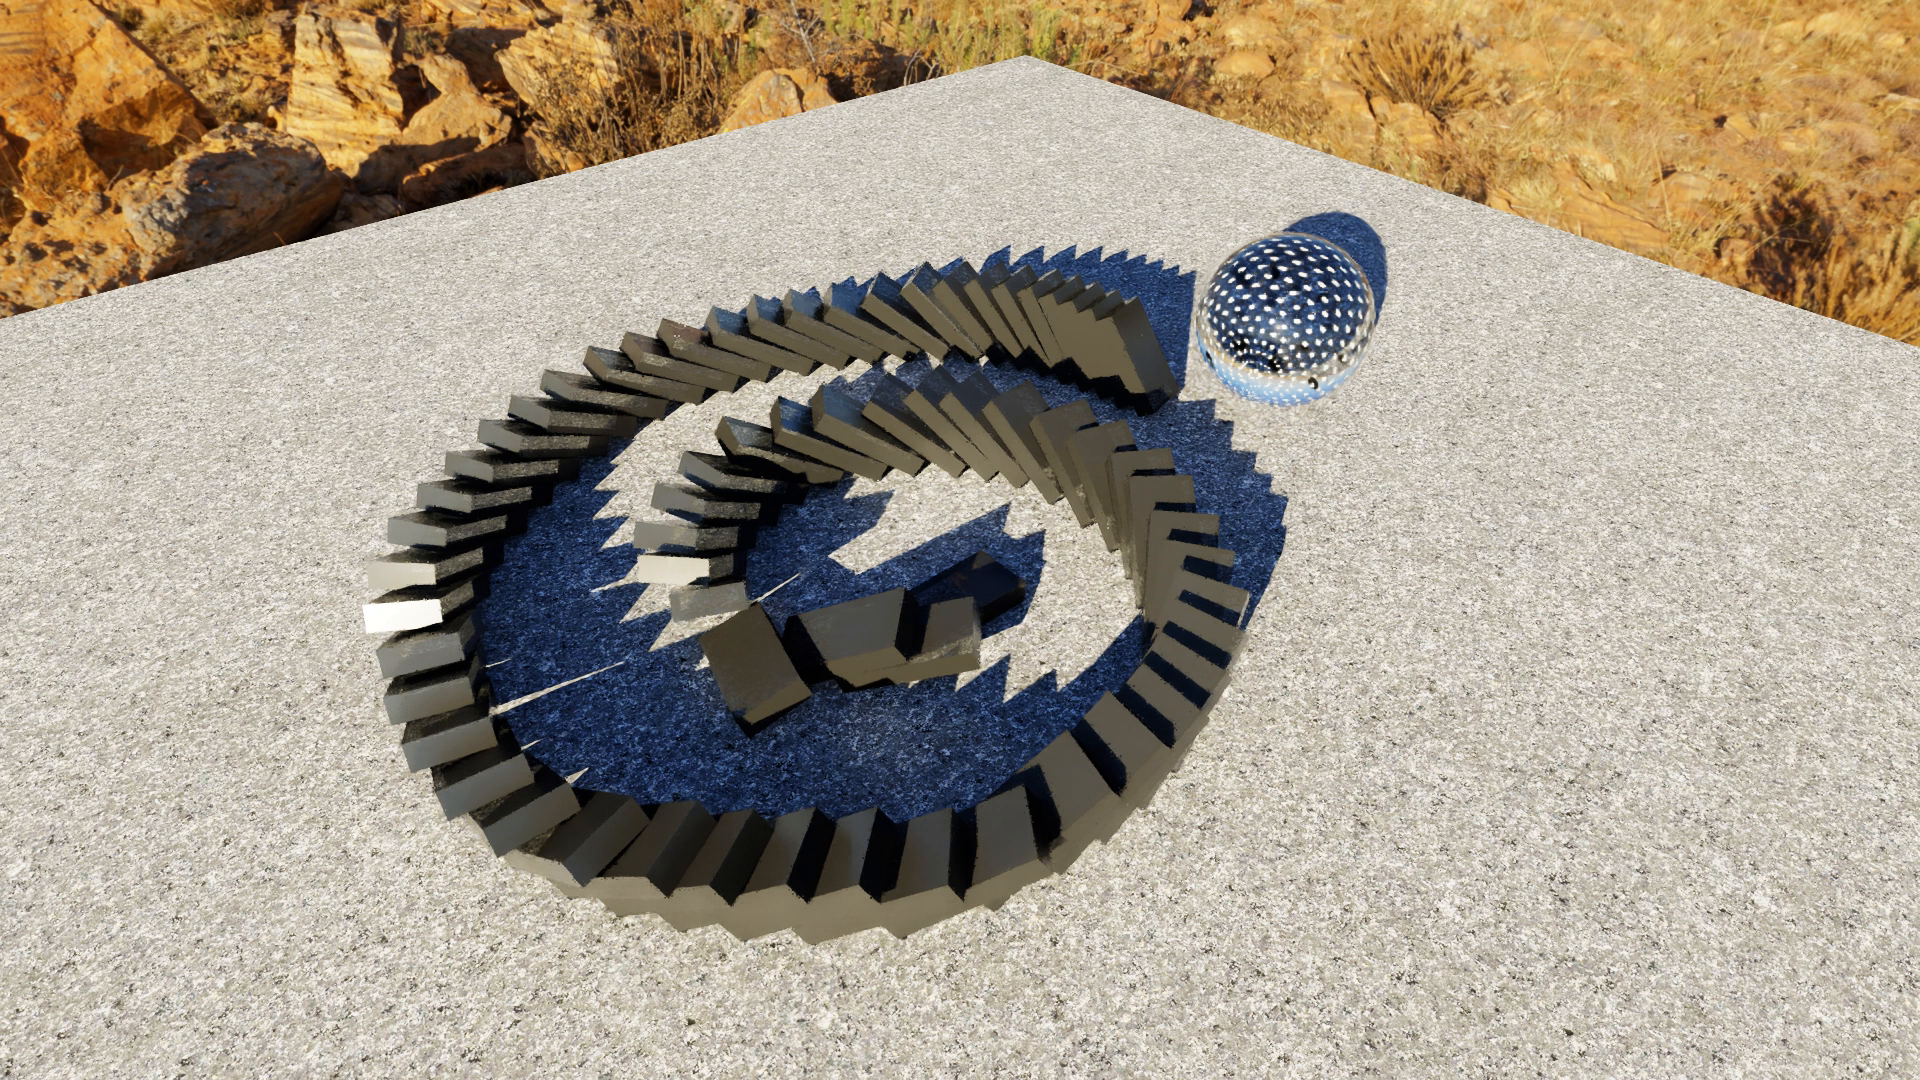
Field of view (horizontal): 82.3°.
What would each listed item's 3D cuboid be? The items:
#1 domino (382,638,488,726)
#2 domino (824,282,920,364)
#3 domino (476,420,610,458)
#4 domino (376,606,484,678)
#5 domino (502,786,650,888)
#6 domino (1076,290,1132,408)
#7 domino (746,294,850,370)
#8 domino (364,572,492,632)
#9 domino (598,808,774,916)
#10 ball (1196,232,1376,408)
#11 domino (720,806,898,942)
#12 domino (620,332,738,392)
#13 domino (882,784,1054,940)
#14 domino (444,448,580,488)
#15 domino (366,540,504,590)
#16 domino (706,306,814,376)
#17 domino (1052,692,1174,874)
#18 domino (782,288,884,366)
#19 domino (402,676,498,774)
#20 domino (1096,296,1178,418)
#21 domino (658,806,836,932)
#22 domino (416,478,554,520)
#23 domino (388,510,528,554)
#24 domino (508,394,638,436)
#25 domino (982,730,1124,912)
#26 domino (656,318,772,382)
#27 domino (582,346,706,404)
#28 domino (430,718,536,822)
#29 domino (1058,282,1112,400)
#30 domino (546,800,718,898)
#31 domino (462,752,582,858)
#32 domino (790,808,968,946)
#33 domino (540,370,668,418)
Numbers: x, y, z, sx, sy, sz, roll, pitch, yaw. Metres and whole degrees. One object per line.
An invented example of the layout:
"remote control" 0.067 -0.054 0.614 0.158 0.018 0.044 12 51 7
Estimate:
"domino" -0.175 0.046 0.369 0.025 0.009 0.050 -14 14 -16
"domino" -0.045 -0.110 0.558 0.050 0.009 0.025 23 33 -23
"domino" -0.180 -0.044 0.479 0.025 0.010 0.050 20 14 23
"domino" -0.182 0.035 0.381 0.025 0.010 0.050 -14 11 -15
"domino" -0.113 0.085 0.319 0.050 0.010 0.025 -8 29 46
"domino" 0.076 -0.091 0.525 0.009 0.050 0.025 -9 24 47
"domino" -0.081 -0.104 0.550 0.050 0.009 0.025 19 30 -30
"domino" -0.192 0.022 0.398 0.025 0.010 0.050 -4 10 -4
"domino" -0.078 0.091 0.311 0.050 0.010 0.025 -17 30 35
"ball" 0.151 -0.101 0.512 0.080 0.080 0.080 0 39 0
"domino" -0.043 0.094 0.308 0.050 0.010 0.025 -24 31 26
"domino" -0.134 -0.085 0.527 0.050 0.009 0.025 9 25 -42
"domino" 0.000 0.091 0.313 0.050 0.009 0.025 -27 37 14
"domino" -0.188 -0.031 0.463 0.025 0.009 0.050 15 13 19
"domino" -0.196 0.008 0.414 0.025 0.009 0.050 2 10 4
"domino" -0.099 -0.098 0.545 0.050 0.010 0.025 15 30 -32
"domino" 0.038 0.073 0.332 0.050 0.009 0.025 -48 50 2
"domino" -0.064 -0.107 0.554 0.050 0.009 0.025 21 30 -27
"domino" -0.163 0.058 0.354 0.025 0.009 0.050 -17 14 -20
"domino" 0.084 -0.087 0.519 0.010 0.050 0.025 -9 24 47
"domino" -0.060 0.093 0.309 0.050 0.010 0.025 -22 30 30
"domino" -0.192 -0.019 0.448 0.025 0.009 0.050 12 12 14
"domino" -0.196 -0.006 0.432 0.025 0.010 0.050 10 12 12
"domino" -0.172 -0.055 0.491 0.025 0.009 0.050 21 12 25
"domino" 0.021 0.082 0.323 0.050 0.010 0.025 -41 46 4
"domino" -0.120 -0.092 0.536 0.050 0.009 0.025 12 24 -37
"domino" -0.149 -0.078 0.519 0.050 0.009 0.025 6 27 -44
"domino" -0.148 0.070 0.339 0.025 0.010 0.050 -24 14 -24
"domino" 0.068 -0.096 0.532 0.009 0.050 0.025 -9 24 47
"domino" -0.094 0.089 0.313 0.050 0.010 0.025 -15 31 39
"domino" -0.134 0.078 0.329 0.025 0.009 0.050 -29 17 -30
"domino" -0.023 0.095 0.310 0.050 0.010 0.025 -21 35 19
"domino" -0.163 -0.067 0.505 0.025 0.009 0.050 29 17 33
